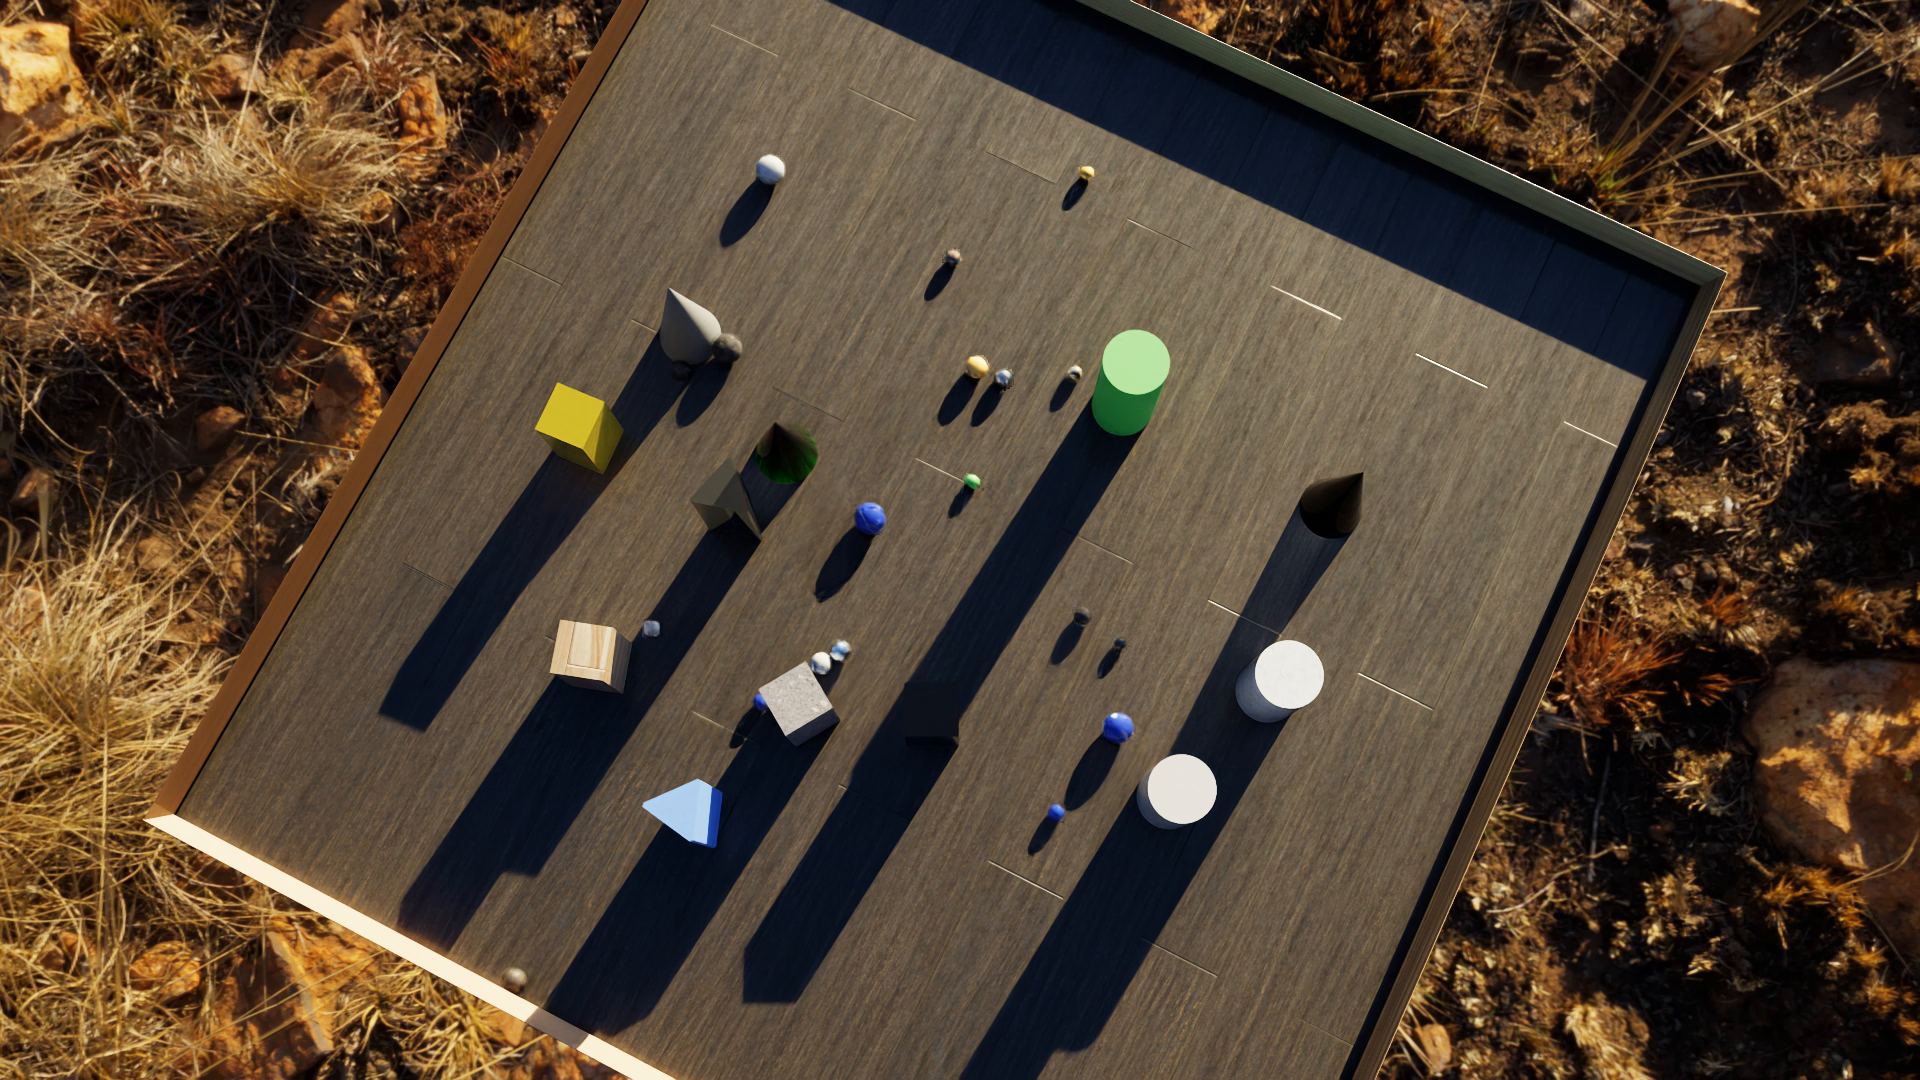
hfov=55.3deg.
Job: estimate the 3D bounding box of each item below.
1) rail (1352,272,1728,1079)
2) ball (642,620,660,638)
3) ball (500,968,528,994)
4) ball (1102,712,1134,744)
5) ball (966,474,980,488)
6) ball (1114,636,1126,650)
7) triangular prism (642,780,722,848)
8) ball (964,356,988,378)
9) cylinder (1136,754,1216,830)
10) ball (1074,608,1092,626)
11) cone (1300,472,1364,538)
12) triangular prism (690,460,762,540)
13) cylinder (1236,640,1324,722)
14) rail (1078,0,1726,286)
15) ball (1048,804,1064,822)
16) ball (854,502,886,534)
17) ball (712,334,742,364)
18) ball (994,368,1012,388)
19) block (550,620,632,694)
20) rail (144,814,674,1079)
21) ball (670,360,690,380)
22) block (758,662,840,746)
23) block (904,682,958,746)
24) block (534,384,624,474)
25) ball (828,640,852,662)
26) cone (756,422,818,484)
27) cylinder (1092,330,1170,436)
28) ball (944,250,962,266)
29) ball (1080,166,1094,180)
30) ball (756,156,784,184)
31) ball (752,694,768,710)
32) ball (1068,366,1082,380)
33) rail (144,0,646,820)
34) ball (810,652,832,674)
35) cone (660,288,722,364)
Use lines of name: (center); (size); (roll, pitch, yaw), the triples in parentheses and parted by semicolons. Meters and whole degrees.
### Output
rail: (1.542, 0.762, 5.394); (0.045, 0.125, 3.621); (26, 80, 5)
ball: (-0.931, 0.268, 5.534); (0.053, 0.053, 0.053); (0, 78, 0)
ball: (-1.293, 1.279, 5.314); (0.074, 0.074, 0.074); (0, 78, 0)
ball: (0.472, 0.560, 5.453); (0.093, 0.093, 0.093); (0, 78, 0)
ball: (0.039, -0.180, 5.632); (0.043, 0.043, 0.043); (0, 78, 0)
ball: (0.484, 0.313, 5.531); (0.041, 0.041, 0.041); (0, 78, 0)
triangular prism: (-0.753, 0.759, 5.216); (0.167, 0.477, 0.145); (35, 80, 7)
ball: (0.050, -0.536, 5.692); (0.070, 0.070, 0.070); (0, 78, 0)
cylinder: (0.622, 0.731, 5.294); (0.193, 0.336, 0.193); (0, 78, 0)
ball: (0.370, 0.232, 5.540); (0.056, 0.056, 0.056); (0, 78, 0)
cone: (1.141, -0.145, 5.409); (0.193, 0.466, 0.193); (0, 78, 0)
triangular prism: (-0.673, -0.126, 5.438); (0.167, 0.401, 0.145); (11, 79, 2)
cylinder: (0.926, 0.416, 5.337); (0.193, 0.379, 0.193); (0, 78, 0)
rail: (0.799, -1.558, 5.874); (3.495, 0.125, 0.045); (26, 80, 5)
ball: (0.285, 0.808, 5.425); (0.048, 0.048, 0.048); (0, 78, 0)
ball: (-0.275, -0.067, 5.581); (0.097, 0.097, 0.097); (0, 78, 0)
ball: (-0.723, -0.594, 5.693); (0.092, 0.092, 0.092); (0, 78, 0)
ball: (0.133, -0.502, 5.691); (0.058, 0.058, 0.058); (0, 78, 0)
block: (-1.081, 0.346, 5.386); (0.154, 0.310, 0.154); (8, 78, 2)
rail: (-0.799, 1.572, 5.226); (3.495, 0.125, 0.045); (26, 80, 5)
ball: (-0.869, -0.529, 5.696); (0.059, 0.059, 0.059); (0, 78, 0)
block: (-0.465, 0.482, 5.344); (0.154, 0.338, 0.154); (-30, 80, -6)
block: (-0.081, 0.512, 5.360); (0.154, 0.296, 0.154); (0, 78, 0)
block: (-1.143, -0.332, 5.524); (0.154, 0.316, 0.154); (22, 79, 5)
ball: (-0.360, 0.335, 5.512); (0.070, 0.070, 0.070); (0, 78, 0)
cone: (-0.536, -0.304, 5.492); (0.193, 0.367, 0.193); (0, 78, 0)
cylinder: (0.505, -0.464, 5.478); (0.193, 0.459, 0.193); (0, 78, 0)
ball: (-0.023, -0.889, 5.774); (0.052, 0.052, 0.052); (0, 78, 0)
ball: (0.404, -1.167, 5.834); (0.046, 0.046, 0.046); (0, 78, 0)
ball: (-0.602, -1.173, 5.812); (0.092, 0.092, 0.092); (0, 78, 0)
ball: (-0.596, 0.484, 5.486); (0.050, 0.050, 0.050); (0, 78, 0)
ball: (0.358, -0.519, 5.699); (0.048, 0.048, 0.048); (0, 78, 0)
rail: (-1.542, -0.748, 5.706); (0.045, 0.125, 3.621); (26, 80, 5)
ball: (-0.418, 0.371, 5.505); (0.067, 0.067, 0.067); (0, 78, 0)
cone: (-0.846, -0.688, 5.532); (0.193, 0.445, 0.193); (0, 78, 0)
